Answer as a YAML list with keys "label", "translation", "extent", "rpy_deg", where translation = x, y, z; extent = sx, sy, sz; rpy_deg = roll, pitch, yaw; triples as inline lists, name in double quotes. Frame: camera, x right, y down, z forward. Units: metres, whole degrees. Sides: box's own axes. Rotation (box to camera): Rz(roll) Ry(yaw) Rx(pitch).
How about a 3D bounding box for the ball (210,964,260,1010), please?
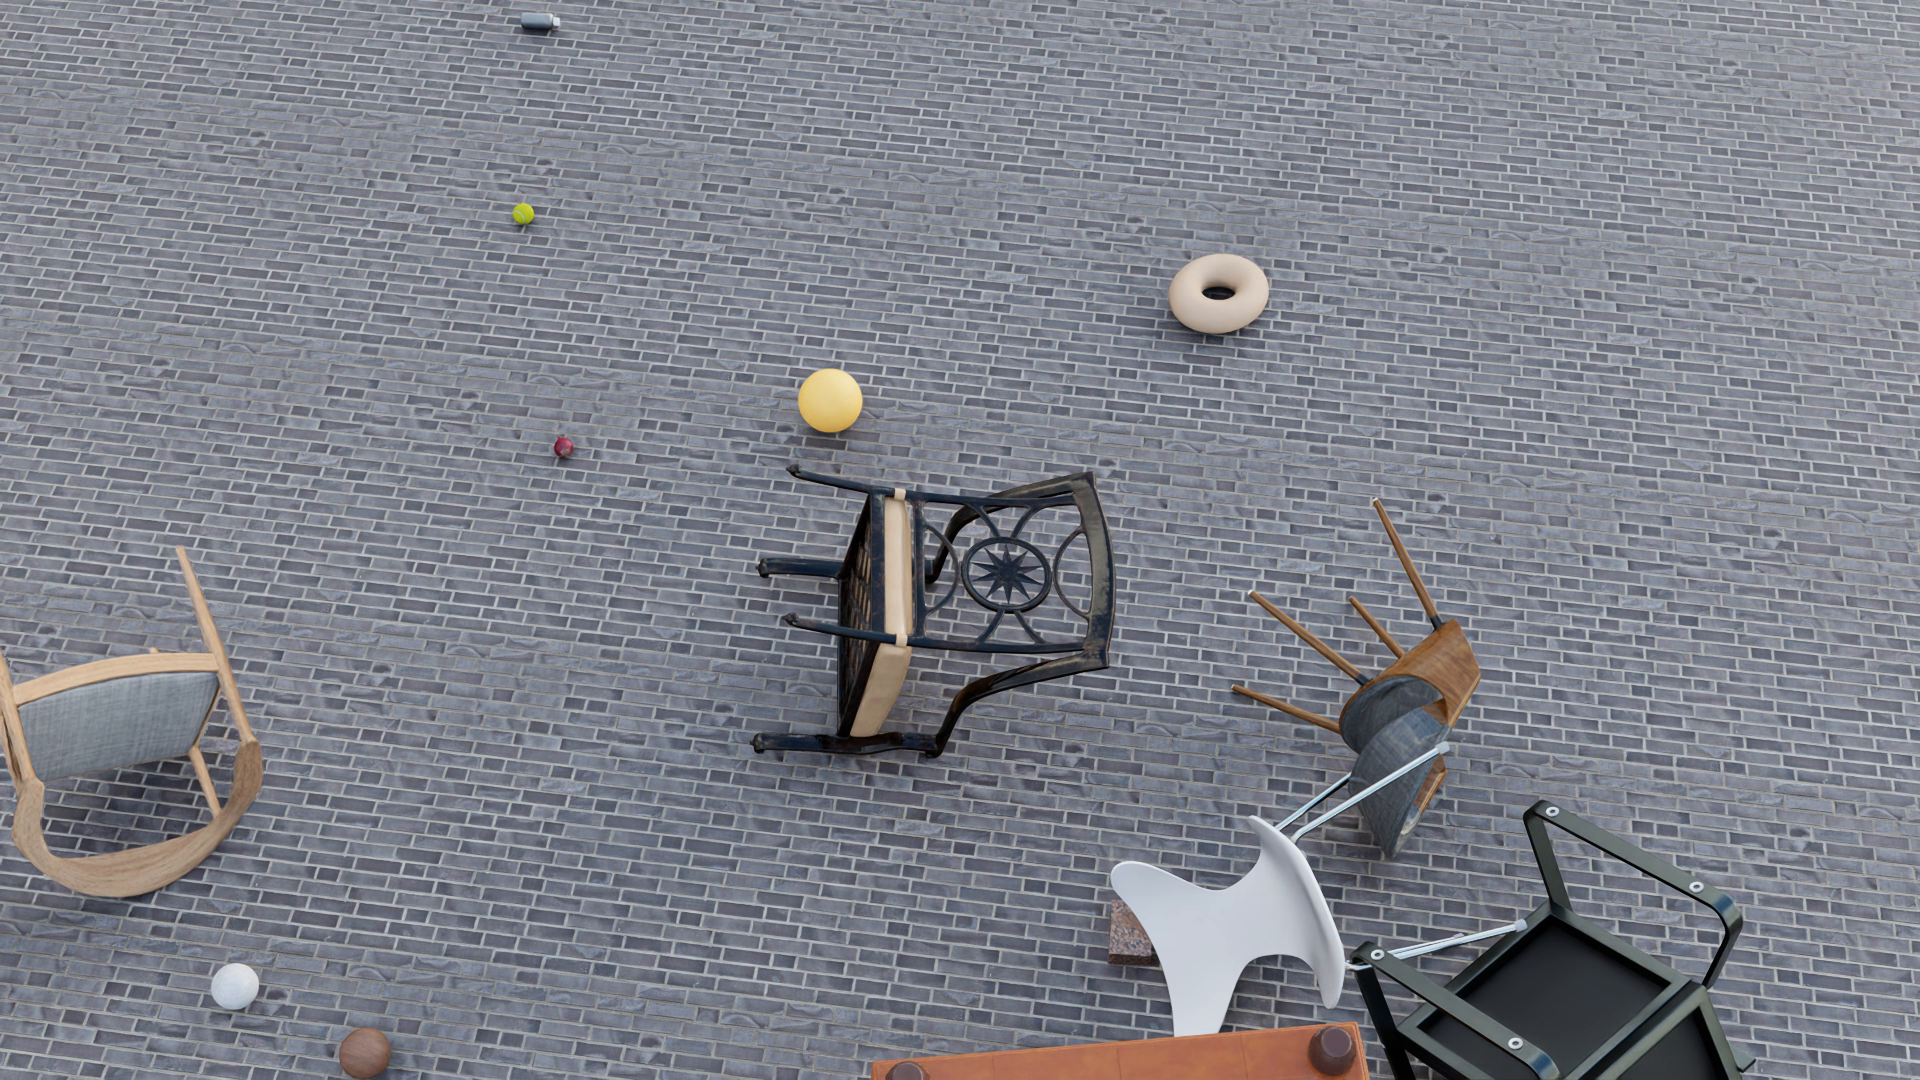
- label: "ball"
  translation: [-1.887, 1.162, 5.722]
  extent: [0.119, 0.119, 0.119]
  rpy_deg: [0, 56, 0]

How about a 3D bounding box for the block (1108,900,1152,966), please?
- label: "block"
  translation: [0.452, 1.043, 5.833]
  extent: [0.109, 0.069, 0.154]
  rpy_deg: [4, 56, 3]

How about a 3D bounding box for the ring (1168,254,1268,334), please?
- label: "ring"
  translation: [0.827, -0.789, 7.036]
  extent: [0.333, 0.114, 0.288]
  rpy_deg: [-23, 58, -16]

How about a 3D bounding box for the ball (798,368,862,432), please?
- label: "ball"
  translation: [-0.398, -0.427, 6.742]
  extent: [0.197, 0.197, 0.197]
  rpy_deg: [0, 56, 0]
